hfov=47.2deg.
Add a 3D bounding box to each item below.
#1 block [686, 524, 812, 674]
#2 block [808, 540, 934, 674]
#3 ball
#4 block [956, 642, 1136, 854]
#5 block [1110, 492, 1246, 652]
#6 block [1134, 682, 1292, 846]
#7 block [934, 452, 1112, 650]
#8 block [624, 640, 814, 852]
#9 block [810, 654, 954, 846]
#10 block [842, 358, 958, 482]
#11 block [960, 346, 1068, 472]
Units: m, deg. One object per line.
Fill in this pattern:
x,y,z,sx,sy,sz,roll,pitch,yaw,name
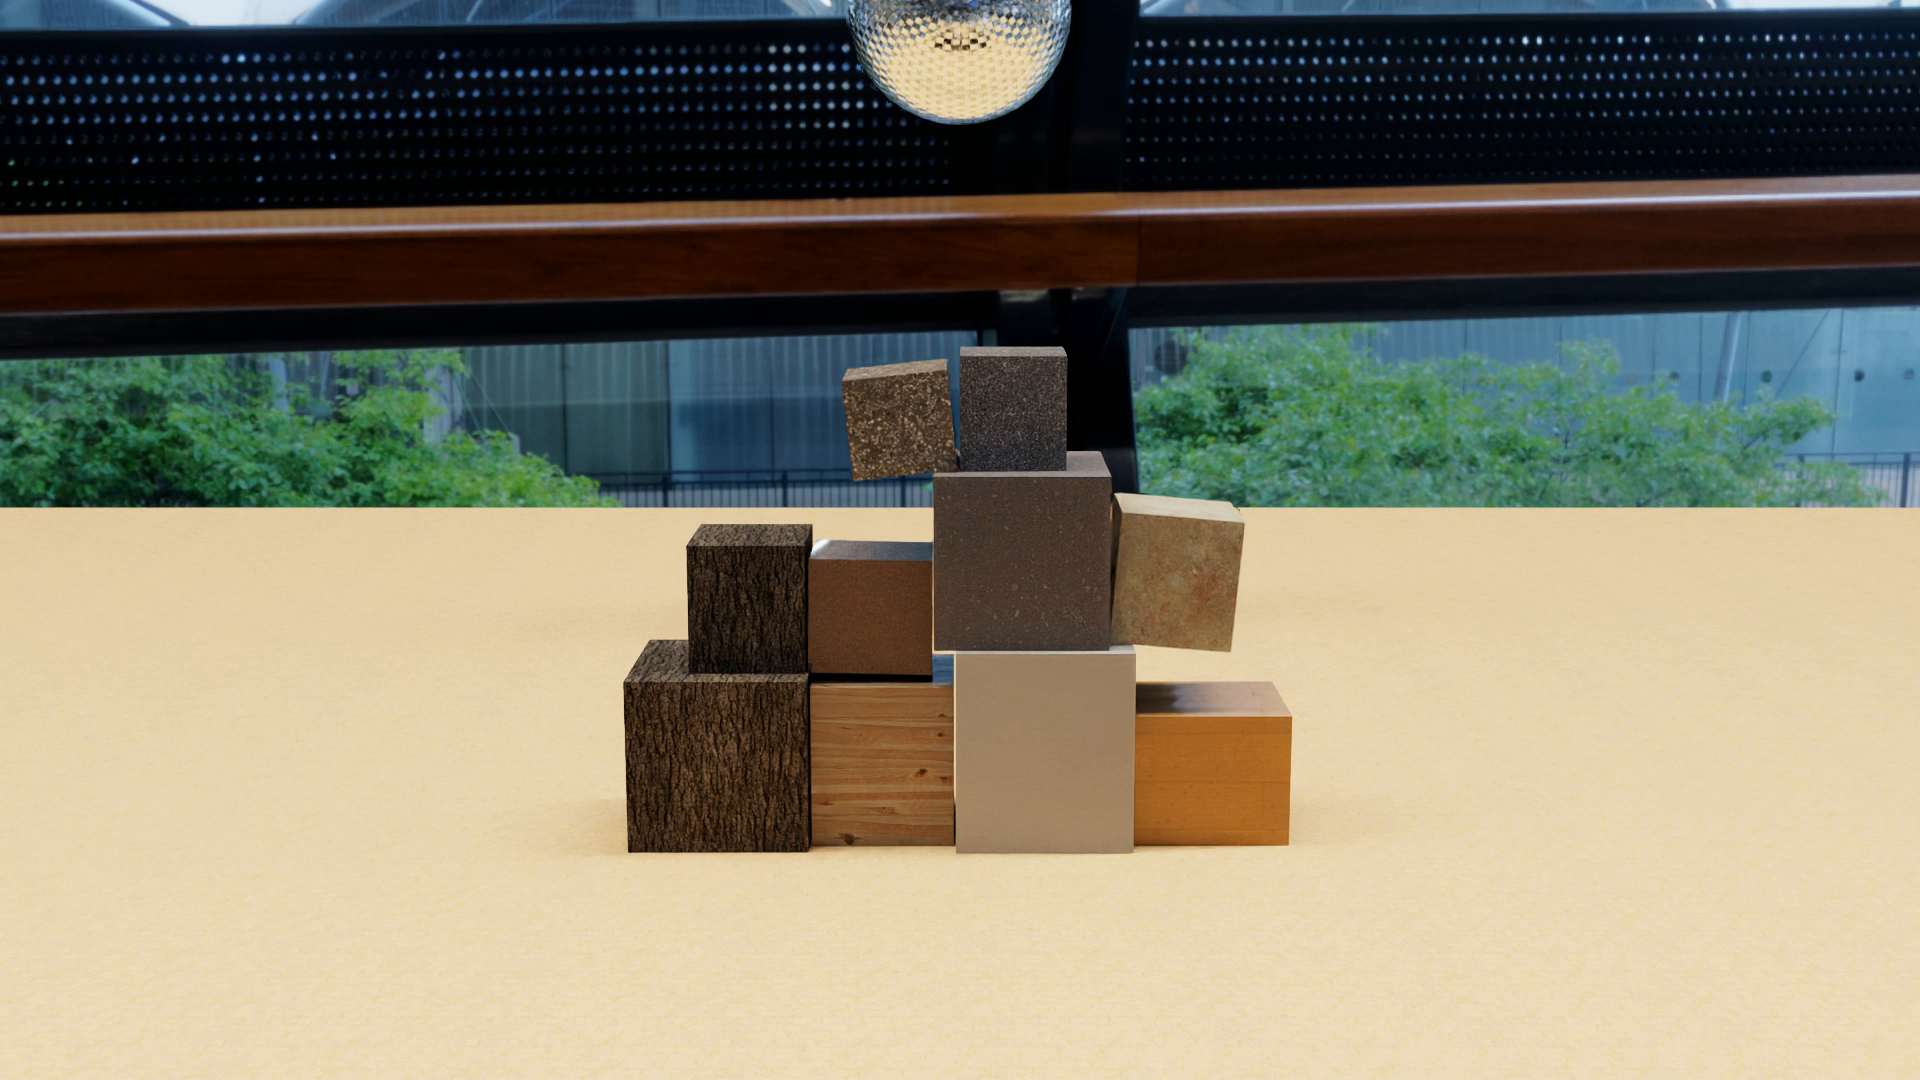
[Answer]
-1.063,0.292,11.249,0.584,0.650,0.631,0,10,0,block
-0.446,0.338,11.232,0.620,0.580,0.527,1,10,0,block
0.000,-3.780,15.732,1.600,1.600,1.600,0,10,0,ball
0.421,0.975,11.348,0.885,1.022,0.964,0,10,0,block
1.078,0.158,11.227,0.608,0.663,0.618,5,10,-1,block
1.266,1.146,11.386,0.784,0.672,0.725,0,10,0,block
0.303,0.040,11.202,0.867,0.869,0.881,0,10,0,block
-1.207,1.046,11.366,0.902,0.875,0.944,0,10,0,block
-0.389,1.073,11.368,0.715,0.821,0.736,0,10,0,block
-0.294,-0.611,11.055,0.517,0.497,0.566,-6,10,1,block
0.263,-0.665,11.067,0.526,0.568,0.509,0,10,0,block
